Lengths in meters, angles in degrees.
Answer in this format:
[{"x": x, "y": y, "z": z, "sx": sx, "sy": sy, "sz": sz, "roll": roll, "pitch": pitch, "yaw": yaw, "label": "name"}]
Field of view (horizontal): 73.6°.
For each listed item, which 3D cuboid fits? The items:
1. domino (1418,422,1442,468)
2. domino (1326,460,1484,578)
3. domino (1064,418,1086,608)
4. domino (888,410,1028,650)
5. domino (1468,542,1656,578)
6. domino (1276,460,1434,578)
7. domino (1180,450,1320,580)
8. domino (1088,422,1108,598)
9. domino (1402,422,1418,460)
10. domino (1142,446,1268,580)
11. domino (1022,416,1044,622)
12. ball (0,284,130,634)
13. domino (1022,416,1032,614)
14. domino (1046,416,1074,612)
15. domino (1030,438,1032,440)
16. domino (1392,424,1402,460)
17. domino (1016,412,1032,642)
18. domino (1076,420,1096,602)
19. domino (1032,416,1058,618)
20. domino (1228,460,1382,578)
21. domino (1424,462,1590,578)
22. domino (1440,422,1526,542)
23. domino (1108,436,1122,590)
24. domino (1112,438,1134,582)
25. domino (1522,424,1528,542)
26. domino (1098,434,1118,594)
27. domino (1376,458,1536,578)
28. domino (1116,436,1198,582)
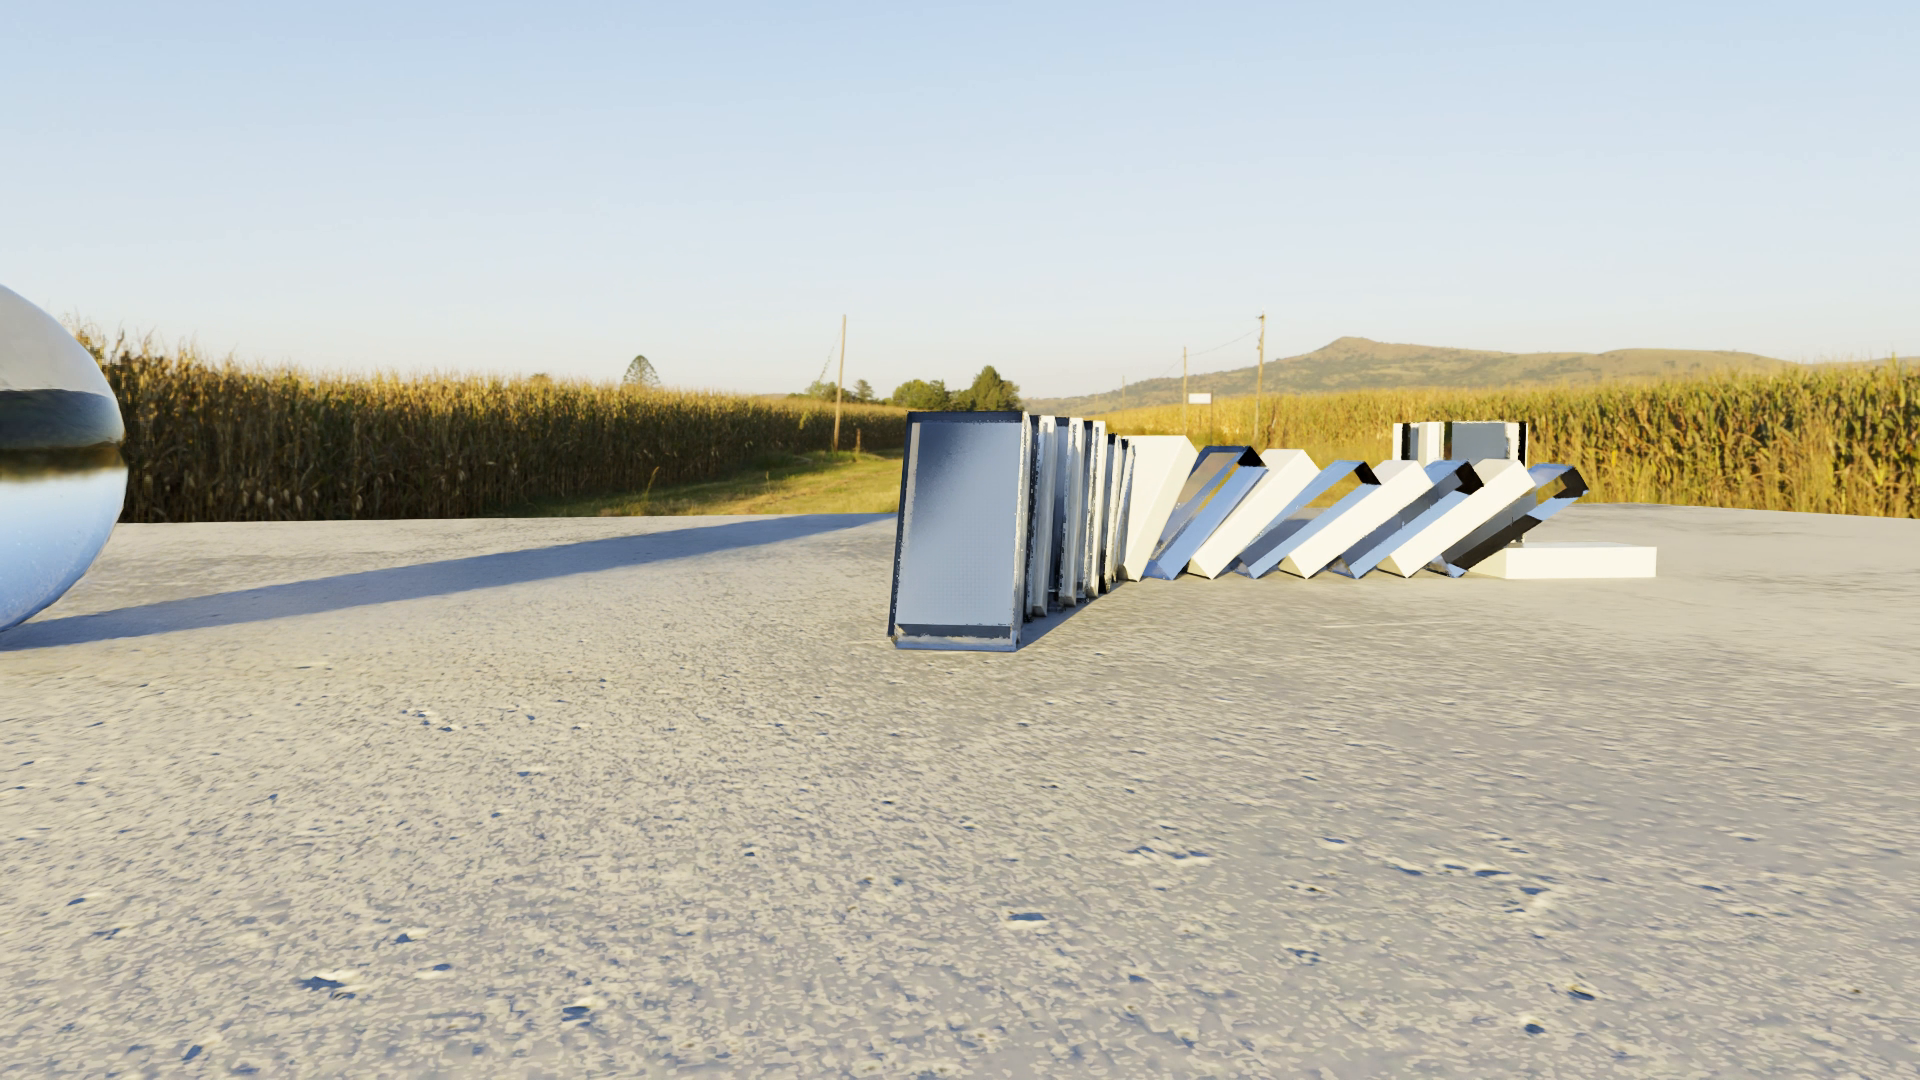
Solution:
[{"x": 0.174, "y": -0.016, "z": 0.449, "sx": 0.025, "sy": 0.050, "sz": 0.010, "roll": 0, "pitch": 4, "yaw": 1, "label": "domino"}, {"x": 0.142, "y": -0.007, "z": 0.417, "sx": 0.050, "sy": 0.010, "sz": 0.025, "roll": -36, "pitch": 5, "yaw": 0, "label": "domino"}, {"x": 0.019, "y": -0.008, "z": 0.341, "sx": 0.025, "sy": 0.050, "sz": 0.009, "roll": 1, "pitch": -20, "yaw": 12, "label": "domino"}, {"x": 0.000, "y": -0.002, "z": 0.270, "sx": 0.025, "sy": 0.050, "sz": 0.009, "roll": 1, "pitch": -20, "yaw": 9, "label": "domino"}, {"x": 0.197, "y": 0.006, "z": 0.420, "sx": 0.050, "sy": 0.009, "sz": 0.025, "roll": 0, "pitch": 4, "yaw": -6, "label": "domino"}, {"x": 0.126, "y": -0.007, "z": 0.417, "sx": 0.050, "sy": 0.009, "sz": 0.025, "roll": -36, "pitch": 6, "yaw": -1, "label": "domino"}, {"x": 0.091, "y": -0.009, "z": 0.417, "sx": 0.050, "sy": 0.010, "sz": 0.025, "roll": -44, "pitch": 12, "yaw": -7, "label": "domino"}, {"x": 0.027, "y": -0.009, "z": 0.362, "sx": 0.025, "sy": 0.050, "sz": 0.009, "roll": 1, "pitch": -22, "yaw": 13, "label": "domino"}, {"x": 0.173, "y": -0.017, "z": 0.463, "sx": 0.025, "sy": 0.050, "sz": 0.009, "roll": 0, "pitch": 4, "yaw": 1, "label": "domino"}, {"x": 0.074, "y": -0.010, "z": 0.416, "sx": 0.050, "sy": 0.010, "sz": 0.025, "roll": -48, "pitch": 20, "yaw": -13, "label": "domino"}, {"x": 0.006, "y": -0.006, "z": 0.312, "sx": 0.025, "sy": 0.050, "sz": 0.009, "roll": 1, "pitch": -20, "yaw": 12, "label": "domino"}, {"x": -0.212, "y": -0.016, "z": 0.253, "sx": 0.080, "sy": 0.080, "sz": 0.080, "roll": 0, "pitch": 4, "yaw": 0, "label": "ball"}, {"x": 0.003, "y": -0.005, "z": 0.301, "sx": 0.025, "sy": 0.050, "sz": 0.010, "roll": 1, "pitch": -20, "yaw": 9, "label": "domino"}, {"x": 0.015, "y": -0.007, "z": 0.331, "sx": 0.025, "sy": 0.050, "sz": 0.009, "roll": 1, "pitch": -20, "yaw": 12, "label": "domino"}, {"x": 0.002, "y": -0.004, "z": 0.291, "sx": 0.025, "sy": 0.050, "sz": 0.010, "roll": 1, "pitch": -20, "yaw": 9, "label": "domino"}, {"x": 0.175, "y": -0.018, "z": 0.479, "sx": 0.025, "sy": 0.050, "sz": 0.009, "roll": 3, "pitch": 5, "yaw": 33, "label": "domino"}, {"x": 0.002, "y": -0.003, "z": 0.280, "sx": 0.025, "sy": 0.050, "sz": 0.010, "roll": 1, "pitch": -20, "yaw": 9, "label": "domino"}, {"x": 0.023, "y": -0.008, "z": 0.352, "sx": 0.025, "sy": 0.050, "sz": 0.010, "roll": 1, "pitch": -22, "yaw": 12, "label": "domino"}, {"x": 0.010, "y": -0.006, "z": 0.321, "sx": 0.025, "sy": 0.050, "sz": 0.009, "roll": 1, "pitch": -20, "yaw": 12, "label": "domino"}, {"x": 0.109, "y": -0.007, "z": 0.417, "sx": 0.050, "sy": 0.010, "sz": 0.025, "roll": -36, "pitch": 6, "yaw": -1, "label": "domino"}, {"x": 0.175, "y": -0.007, "z": 0.418, "sx": 0.050, "sy": 0.009, "sz": 0.025, "roll": -34, "pitch": 5, "yaw": 3, "label": "domino"}, {"x": 0.177, "y": -0.015, "z": 0.435, "sx": 0.025, "sy": 0.050, "sz": 0.009, "roll": 0, "pitch": 4, "yaw": -1, "label": "domino"}, {"x": 0.035, "y": -0.009, "z": 0.388, "sx": 0.025, "sy": 0.050, "sz": 0.009, "roll": 1, "pitch": -35, "yaw": 13, "label": "domino"}, {"x": 0.039, "y": -0.010, "z": 0.403, "sx": 0.025, "sy": 0.050, "sz": 0.009, "roll": 0, "pitch": -38, "yaw": 18, "label": "domino"}, {"x": 0.205, "y": -0.019, "z": 0.489, "sx": 0.009, "sy": 0.050, "sz": 0.025, "roll": 0, "pitch": 4, "yaw": -5, "label": "domino"}, {"x": 0.032, "y": -0.008, "z": 0.376, "sx": 0.025, "sy": 0.050, "sz": 0.010, "roll": 1, "pitch": -33, "yaw": 13, "label": "domino"}, {"x": 0.158, "y": -0.008, "z": 0.418, "sx": 0.050, "sy": 0.009, "sz": 0.025, "roll": -36, "pitch": 5, "yaw": 1, "label": "domino"}, {"x": 0.055, "y": -0.011, "z": 0.411, "sx": 0.025, "sy": 0.050, "sz": 0.009, "roll": 4, "pitch": -32, "yaw": 45, "label": "domino"}]
